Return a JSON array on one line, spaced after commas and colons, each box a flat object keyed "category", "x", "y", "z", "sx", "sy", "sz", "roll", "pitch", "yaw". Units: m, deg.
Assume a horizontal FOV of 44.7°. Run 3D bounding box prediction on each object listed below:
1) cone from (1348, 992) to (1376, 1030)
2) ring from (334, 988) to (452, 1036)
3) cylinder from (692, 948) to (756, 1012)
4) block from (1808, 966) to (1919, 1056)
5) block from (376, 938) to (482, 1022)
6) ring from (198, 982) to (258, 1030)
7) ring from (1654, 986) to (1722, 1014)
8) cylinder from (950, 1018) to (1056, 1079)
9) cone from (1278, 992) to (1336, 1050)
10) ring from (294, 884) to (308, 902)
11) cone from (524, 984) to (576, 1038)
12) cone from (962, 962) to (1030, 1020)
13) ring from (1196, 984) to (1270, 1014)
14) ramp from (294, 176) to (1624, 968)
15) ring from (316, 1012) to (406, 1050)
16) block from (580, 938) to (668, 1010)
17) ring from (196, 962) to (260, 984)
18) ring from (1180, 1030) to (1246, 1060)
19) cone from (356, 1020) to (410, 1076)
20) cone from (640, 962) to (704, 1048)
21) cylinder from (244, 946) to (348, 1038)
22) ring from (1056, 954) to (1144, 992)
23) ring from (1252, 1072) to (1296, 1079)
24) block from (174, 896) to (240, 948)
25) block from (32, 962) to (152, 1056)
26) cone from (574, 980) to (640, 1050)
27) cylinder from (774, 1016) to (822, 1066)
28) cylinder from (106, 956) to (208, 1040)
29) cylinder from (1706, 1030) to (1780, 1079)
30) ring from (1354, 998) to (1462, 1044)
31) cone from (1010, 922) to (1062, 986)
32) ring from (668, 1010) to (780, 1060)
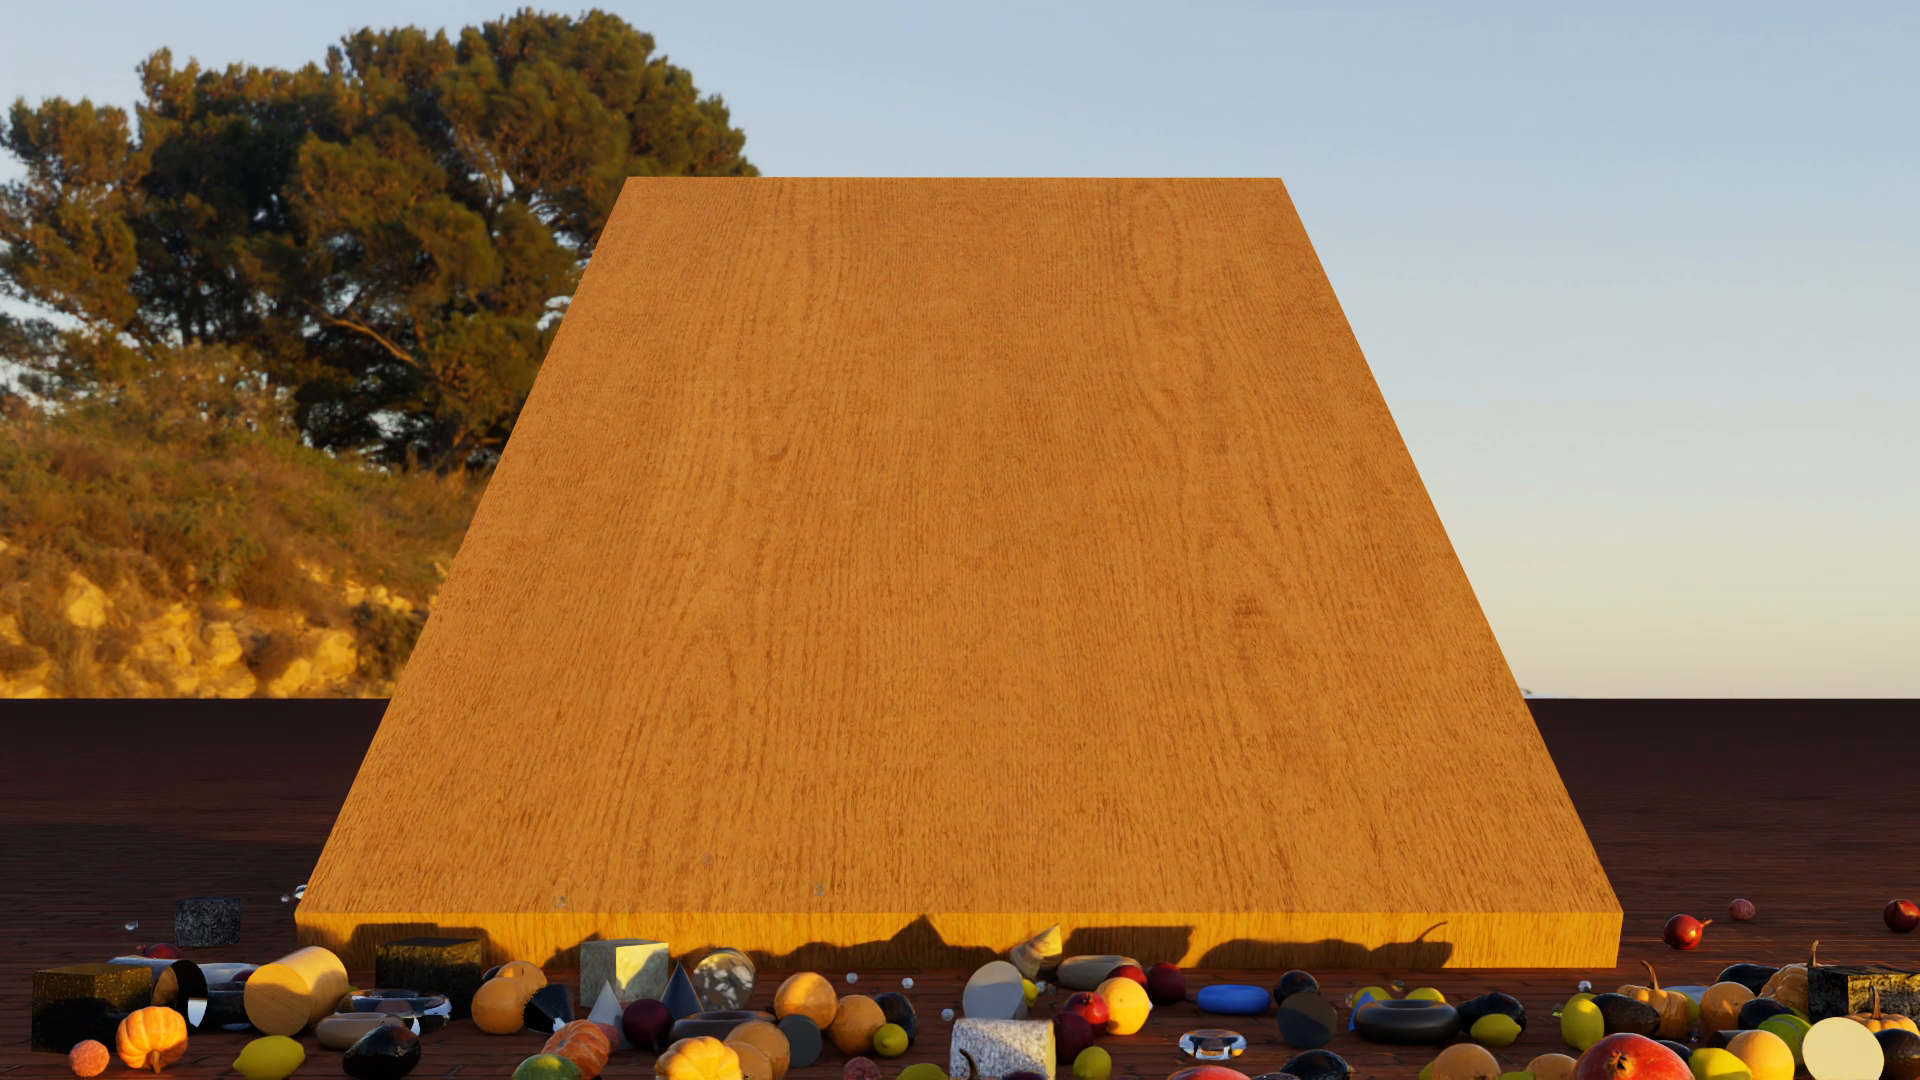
[{"category": "cone", "x": 0.520, "y": 0.597, "z": 2.904, "sx": 0.054, "sy": 0.054, "sz": 0.054, "roll": 27, "pitch": -5, "yaw": -1}, {"category": "ring", "x": -0.703, "y": 0.586, "z": 2.900, "sx": 0.143, "sy": 0.048, "sz": 0.143, "roll": 1, "pitch": -4, "yaw": 0}, {"category": "cylinder", "x": -0.311, "y": 0.581, "z": 3.076, "sx": 0.080, "sy": 0.080, "sz": 0.080, "roll": 0, "pitch": -4, "yaw": -2}, {"category": "block", "x": 1.066, "y": 0.554, "z": 2.754, "sx": 0.092, "sy": 0.092, "sz": 0.092, "roll": 1, "pitch": -4, "yaw": -9}, {"category": "block", "x": -0.687, "y": 0.569, "z": 3.022, "sx": 0.097, "sy": 0.097, "sz": 0.097, "roll": -1, "pitch": -4, "yaw": 19}, {"category": "ring", "x": -0.913, "y": 0.588, "z": 2.950, "sx": 0.147, "sy": 0.049, "sz": 0.147, "roll": 0, "pitch": -4, "yaw": 0}, {"category": "ring", "x": 0.961, "y": 0.607, "z": 3.084, "sx": 0.086, "sy": 0.029, "sz": 0.086, "roll": -3, "pitch": -3, "yaw": 0}, {"category": "cylinder", "x": 0.043, "y": 0.525, "z": 2.329, "sx": 0.094, "sy": 0.094, "sz": 0.094, "roll": -1, "pitch": -4, "yaw": 9}, {"category": "cone", "x": 0.410, "y": 0.587, "z": 2.796, "sx": 0.071, "sy": 0.071, "sz": 0.071, "roll": 0, "pitch": -30, "yaw": 0}, {"category": "ring", "x": -1.273, "y": 0.706, "z": 4.664, "sx": 0.108, "sy": 0.036, "sz": 0.108, "roll": 1, "pitch": -4, "yaw": 0}, {"category": "cone", "x": -0.487, "y": 0.591, "z": 2.857, "sx": 0.068, "sy": 0.068, "sz": 0.068, "roll": 3, "pitch": 22, "yaw": -41}, {"category": "cone", "x": 0.065, "y": 0.593, "z": 2.964, "sx": 0.090, "sy": 0.090, "sz": 0.090, "roll": -3, "pitch": -31, "yaw": 37}, {"category": "ring", "x": 0.360, "y": 0.605, "z": 3.074, "sx": 0.097, "sy": 0.032, "sz": 0.097, "roll": 0, "pitch": -5, "yaw": 0}, {"category": "ramp", "x": -0.009, "y": -0.229, "z": 5.354, "sx": 2.000, "sy": 0.100, "sz": 4.000, "roll": 0, "pitch": 25, "yaw": 0}, {"category": "ring", "x": -0.713, "y": 0.584, "z": 2.781, "sx": 0.106, "sy": 0.035, "sz": 0.106, "roll": 0, "pitch": -5, "yaw": 0}, {"category": "block", "x": -0.451, "y": 0.583, "z": 3.136, "sx": 0.084, "sy": 0.084, "sz": 0.084, "roll": 3, "pitch": -5, "yaw": -43}, {"category": "ring", "x": -1.016, "y": 0.608, "z": 3.215, "sx": 0.131, "sy": 0.044, "sz": 0.131, "roll": 0, "pitch": -5, "yaw": 0}, {"category": "ring", "x": 0.292, "y": 0.584, "z": 2.703, "sx": 0.078, "sy": 0.026, "sz": 0.078, "roll": 0, "pitch": -2, "yaw": 0}, {"category": "cone", "x": -0.639, "y": 0.560, "z": 2.587, "sx": 0.058, "sy": 0.058, "sz": 0.058, "roll": 0, "pitch": -4, "yaw": 0}, {"category": "cone", "x": -0.338, "y": 0.555, "z": 2.816, "sx": 0.097, "sy": 0.097, "sz": 0.097, "roll": 0, "pitch": -4, "yaw": 0}, {"category": "cylinder", "x": -0.819, "y": 0.557, "z": 2.884, "sx": 0.091, "sy": 0.091, "sz": 0.091, "roll": -1, "pitch": 4, "yaw": 14}, {"category": "ring", "x": 0.199, "y": 0.616, "z": 3.322, "sx": 0.123, "sy": 0.041, "sz": 0.123, "roll": 0, "pitch": -2, "yaw": 0}, {"category": "ring", "x": 0.254, "y": 0.508, "z": 2.017, "sx": 0.118, "sy": 0.039, "sz": 0.118, "roll": -36, "pitch": 12, "yaw": 9}, {"category": "block", "x": -1.256, "y": 0.637, "z": 3.901, "sx": 0.075, "sy": 0.075, "sz": 0.075, "roll": -1, "pitch": -4, "yaw": 18}, {"category": "block", "x": -1.026, "y": 0.554, "z": 2.762, "sx": 0.093, "sy": 0.093, "sz": 0.093, "roll": -2, "pitch": -4, "yaw": 23}, {"category": "cone", "x": -0.421, "y": 0.563, "z": 2.782, "sx": 0.078, "sy": 0.078, "sz": 0.078, "roll": 0, "pitch": -4, "yaw": 0}, {"category": "cylinder", "x": -0.183, "y": 0.566, "z": 2.641, "sx": 0.053, "sy": 0.053, "sz": 0.053, "roll": 0, "pitch": -9, "yaw": -7}, {"category": "cylinder", "x": -0.988, "y": 0.558, "z": 2.848, "sx": 0.096, "sy": 0.096, "sz": 0.096, "roll": -2, "pitch": -4, "yaw": 23}, {"category": "cylinder", "x": 0.841, "y": 0.556, "z": 2.510, "sx": 0.057, "sy": 0.057, "sz": 0.057, "roll": 2, "pitch": -4, "yaw": -10}, {"category": "ring", "x": 0.542, "y": 0.584, "z": 2.831, "sx": 0.129, "sy": 0.043, "sz": 0.129, "roll": -1, "pitch": -3, "yaw": 0}, {"category": "cone", "x": 0.126, "y": 0.579, "z": 3.345, "sx": 0.085, "sy": 0.085, "sz": 0.085, "roll": 20, "pitch": 26, "yaw": -10}, {"category": "ring", "x": -0.271, "y": 0.574, "z": 2.710, "sx": 0.137, "sy": 0.046, "sz": 0.137, "roll": -1, "pitch": -5, "yaw": 0}]
